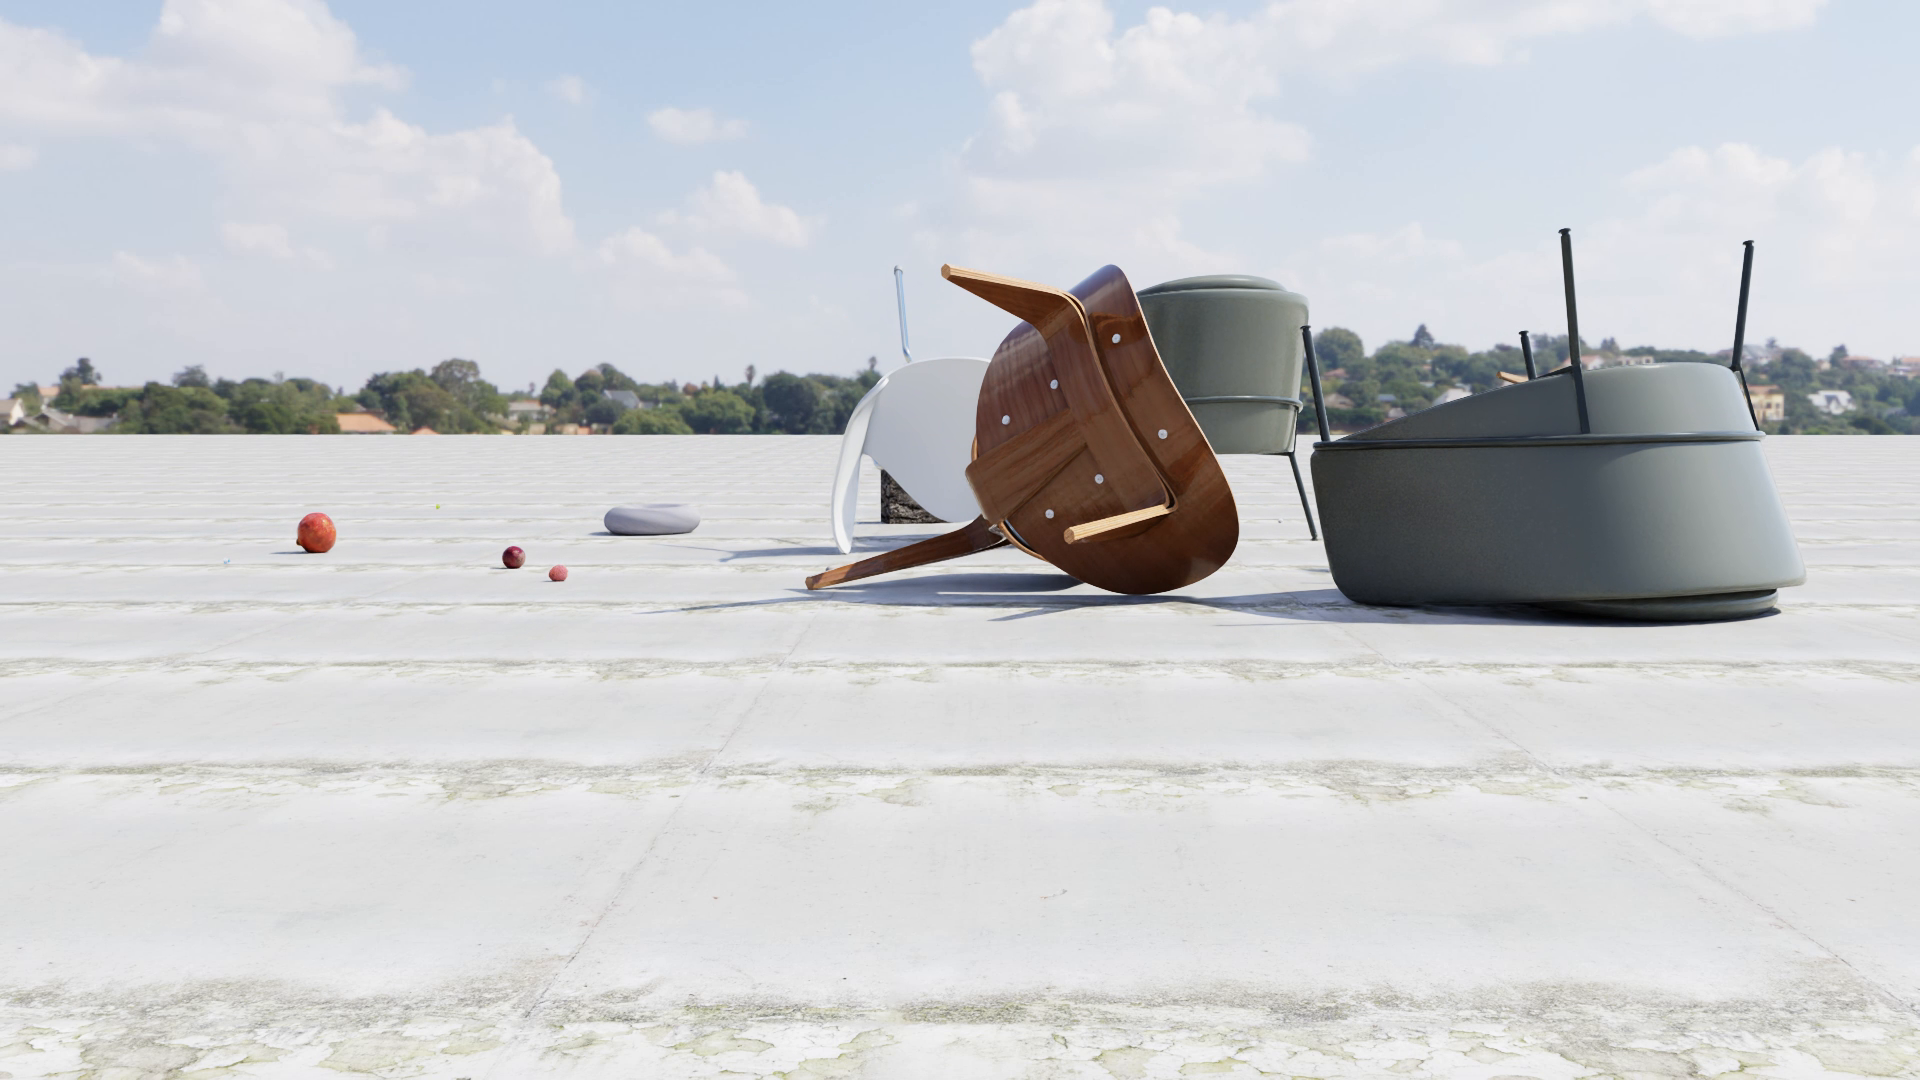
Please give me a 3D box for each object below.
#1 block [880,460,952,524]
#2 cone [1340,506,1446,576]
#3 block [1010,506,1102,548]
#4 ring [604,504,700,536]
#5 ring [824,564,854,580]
[{"bbox_3d":[-0.146,-0.161,7.401,0.216,0.204,0.155,-1,4,-13],"label":"block"},{"bbox_3d":[1.017,0.040,5.369,0.275,0.175,0.205,8,31,32],"label":"cone"},{"bbox_3d":[0.276,-0.038,6.331,0.225,0.105,0.144,-2,5,-30],"label":"block"},{"bbox_3d":[-0.960,-0.064,6.873,0.272,0.085,0.352,3,6,27],"label":"ring"},{"bbox_3d":[-0.284,0.077,5.193,0.067,0.032,0.111,2,5,12],"label":"ring"}]
